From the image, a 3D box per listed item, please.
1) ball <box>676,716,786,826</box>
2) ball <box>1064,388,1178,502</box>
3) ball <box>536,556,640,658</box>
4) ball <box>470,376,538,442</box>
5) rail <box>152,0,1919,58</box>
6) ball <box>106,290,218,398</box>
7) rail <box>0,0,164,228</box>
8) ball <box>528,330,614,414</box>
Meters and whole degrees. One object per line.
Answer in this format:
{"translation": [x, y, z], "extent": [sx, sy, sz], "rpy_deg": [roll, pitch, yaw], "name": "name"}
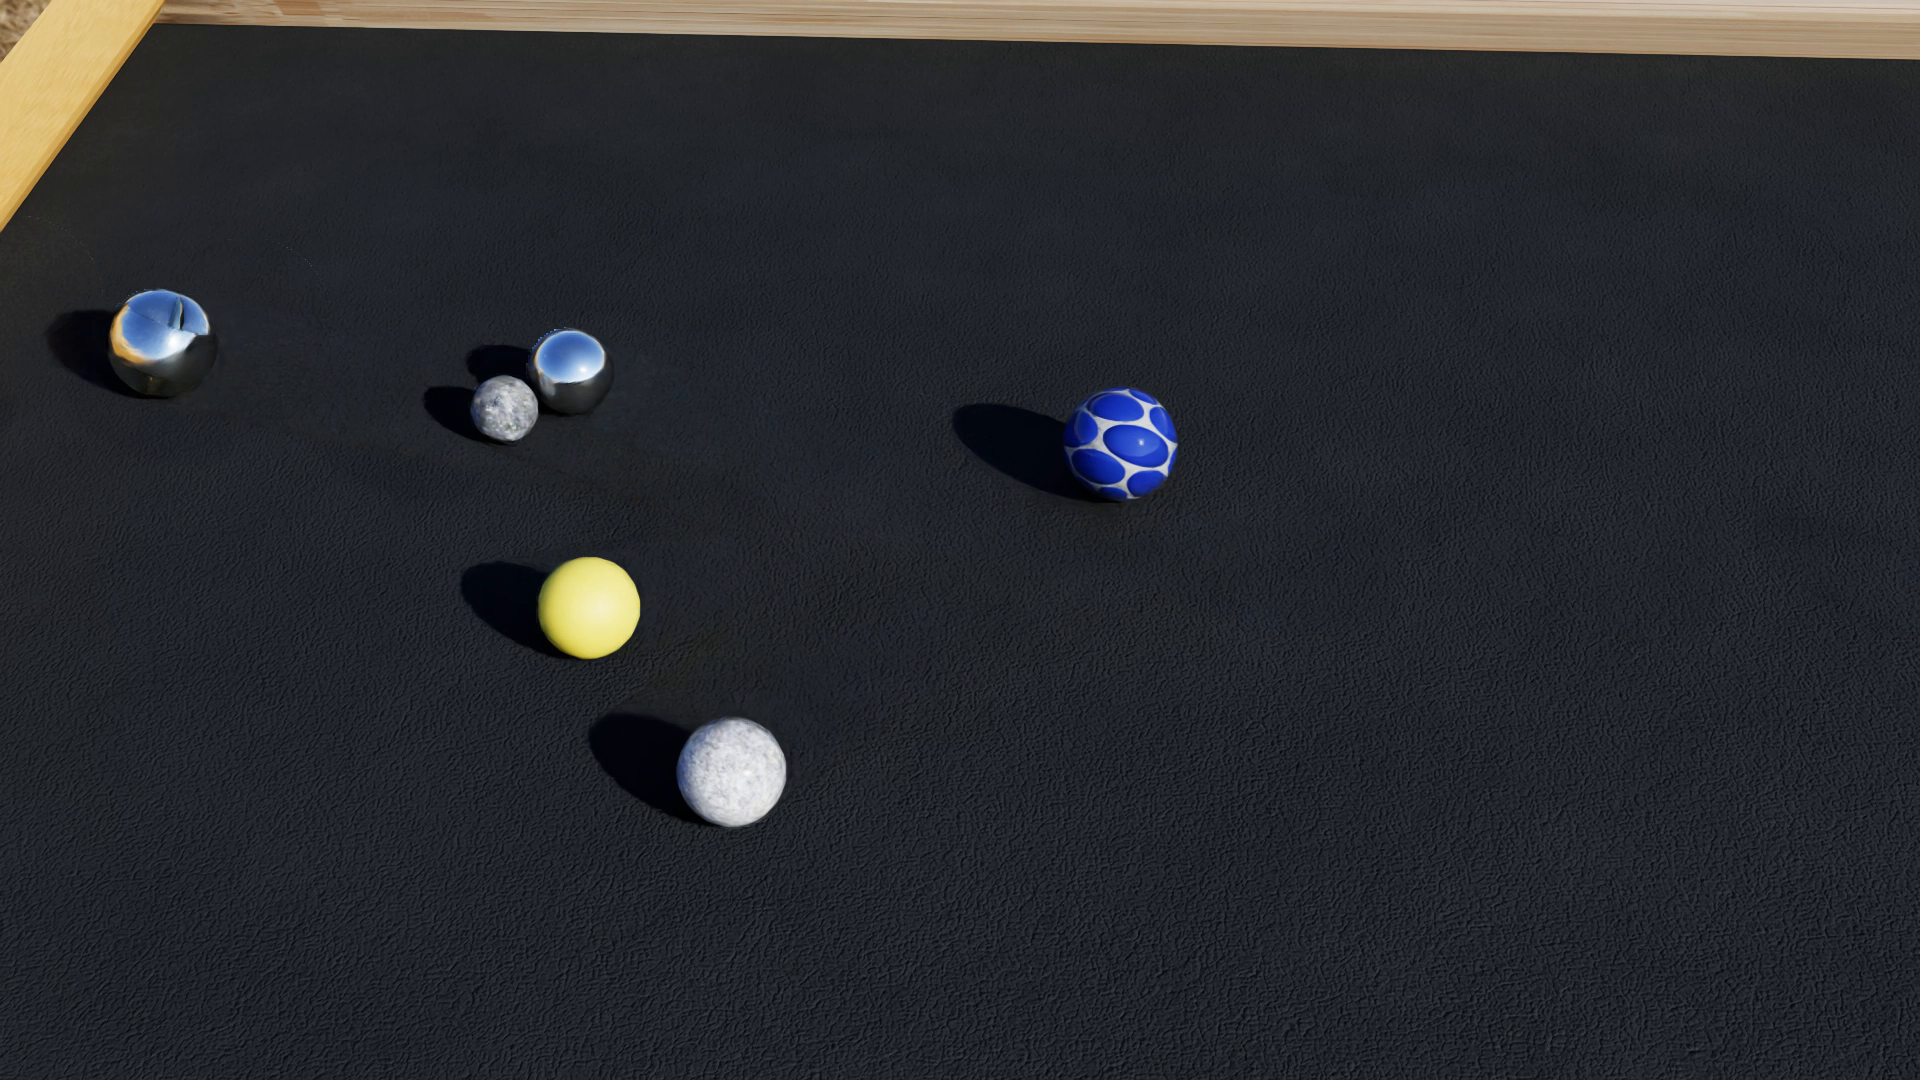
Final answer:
{"translation": [-0.139, 0.141, 1.561], "extent": [0.067, 0.067, 0.067], "rpy_deg": [0, 36, 0], "name": "ball"}
{"translation": [0.115, -0.069, 1.842], "extent": [0.082, 0.082, 0.082], "rpy_deg": [0, 36, 0], "name": "ball"}
{"translation": [-0.245, 0.045, 1.695], "extent": [0.068, 0.068, 0.068], "rpy_deg": [0, 36, 0], "name": "ball"}
{"translation": [-0.339, -0.098, 1.910], "extent": [0.050, 0.050, 0.050], "rpy_deg": [0, 36, 0], "name": "ball"}
{"translation": [0.883, -0.499, 2.411], "extent": [3.369, 0.119, 0.045], "rpy_deg": [2, 36, 2], "name": "rail"}
{"translation": [-0.608, -0.150, 1.955], "extent": [0.082, 0.082, 0.082], "rpy_deg": [0, 36, 0], "name": "ball"}
{"translation": [-0.817, -0.045, 1.774], "extent": [0.045, 0.119, 1.775], "rpy_deg": [2, 36, 2], "name": "rail"}
{"translation": [-0.294, -0.127, 1.939], "extent": [0.064, 0.064, 0.064], "rpy_deg": [0, 36, 0], "name": "ball"}
